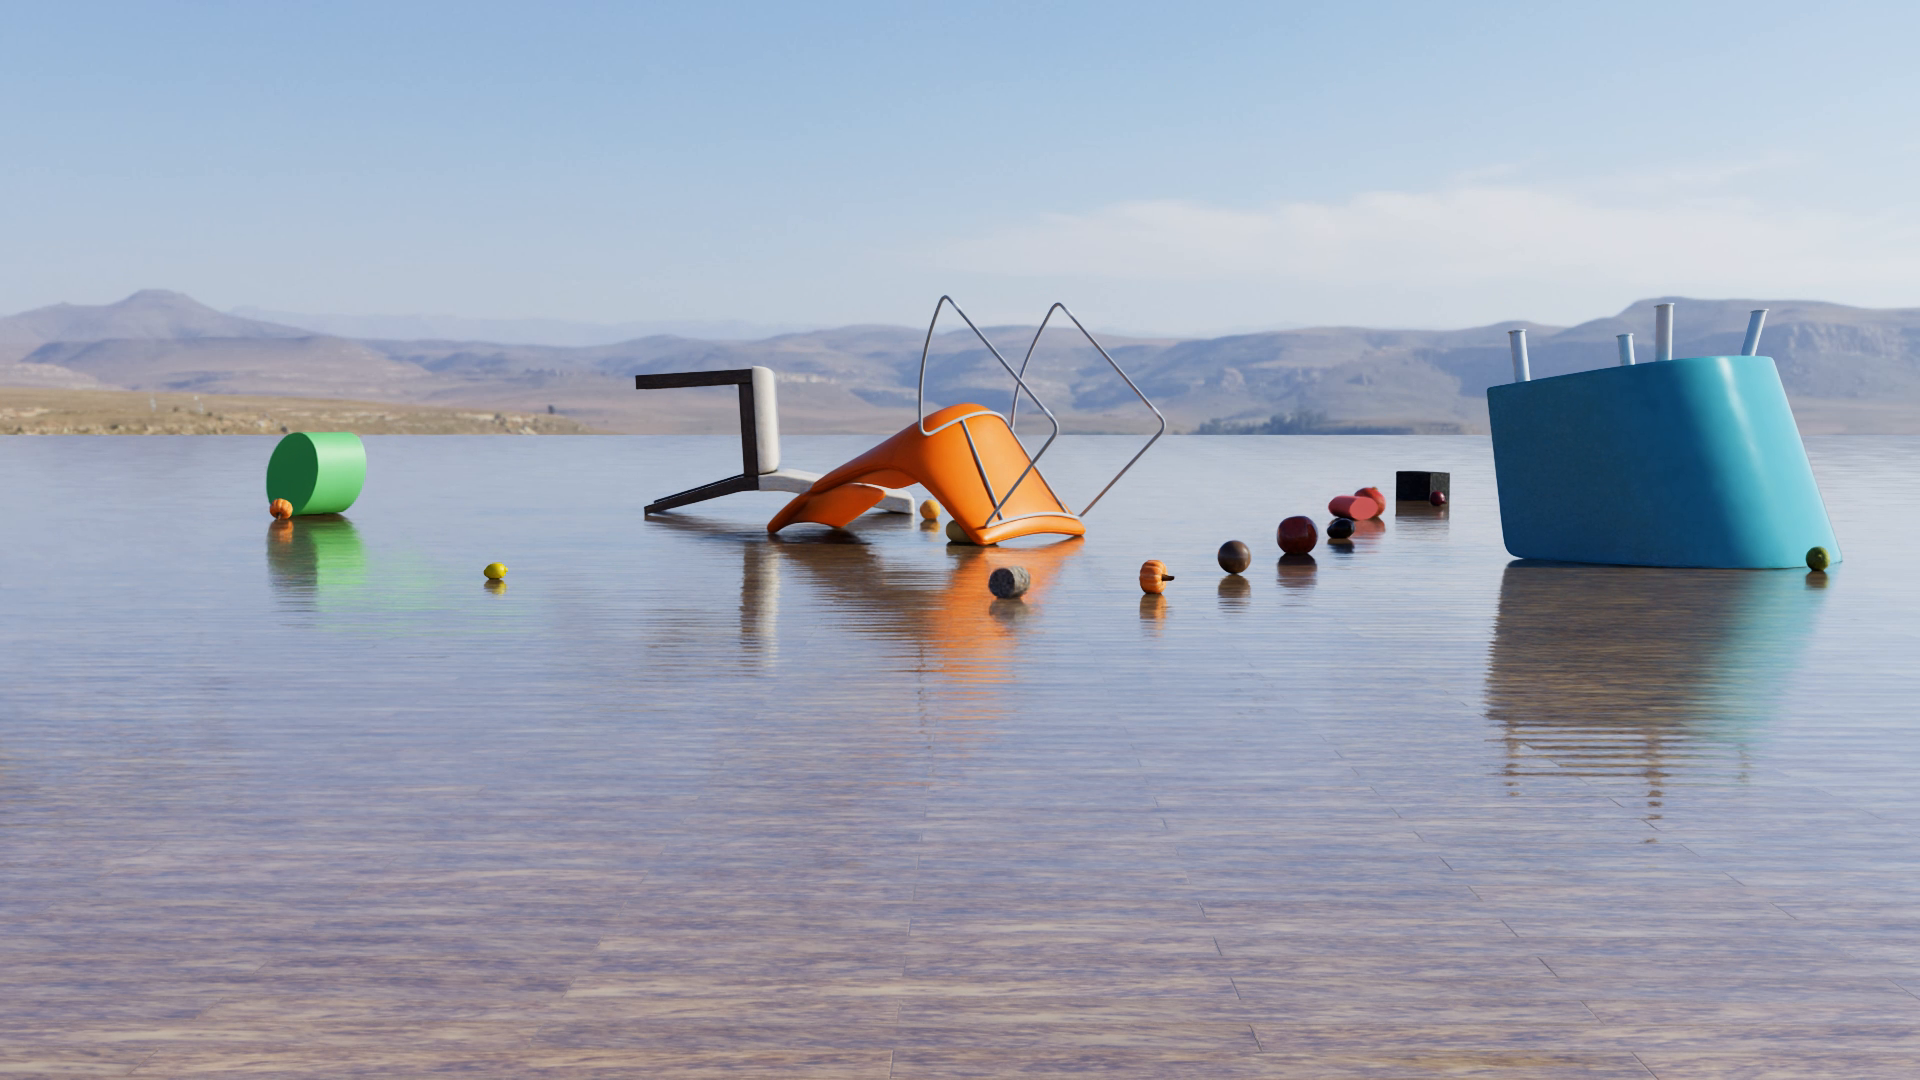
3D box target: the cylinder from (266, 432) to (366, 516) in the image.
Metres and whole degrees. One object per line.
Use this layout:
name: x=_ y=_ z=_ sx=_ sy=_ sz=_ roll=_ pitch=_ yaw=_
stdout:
cylinder: x=-2.291 y=-0.237 z=7.828 sx=0.243 sy=0.318 sz=0.222 roll=39 pitch=22 yaw=23

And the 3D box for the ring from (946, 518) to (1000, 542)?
ring: x=0.038 y=-0.030 z=6.531 sx=0.162 sy=0.063 sz=0.160 roll=-4 pitch=4 yaw=-30

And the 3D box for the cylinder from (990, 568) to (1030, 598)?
cylinder: x=0.108 y=0.092 z=4.735 sx=0.075 sy=0.064 sz=0.052 roll=-21 pitch=-11 yaw=41

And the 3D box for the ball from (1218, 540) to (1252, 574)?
ball: x=0.666 y=0.041 z=5.340 sx=0.083 sy=0.083 sz=0.083 roll=0 pitch=4 yaw=0

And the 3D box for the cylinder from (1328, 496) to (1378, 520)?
cylinder: x=1.361 y=-0.113 z=7.619 sx=0.104 sy=0.077 sz=0.180 roll=-10 pitch=6 yaw=-13

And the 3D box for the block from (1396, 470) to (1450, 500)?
block: x=1.882 y=-0.221 z=8.946 sx=0.100 sy=0.113 sz=0.218 roll=-2 pitch=4 yaw=-27
